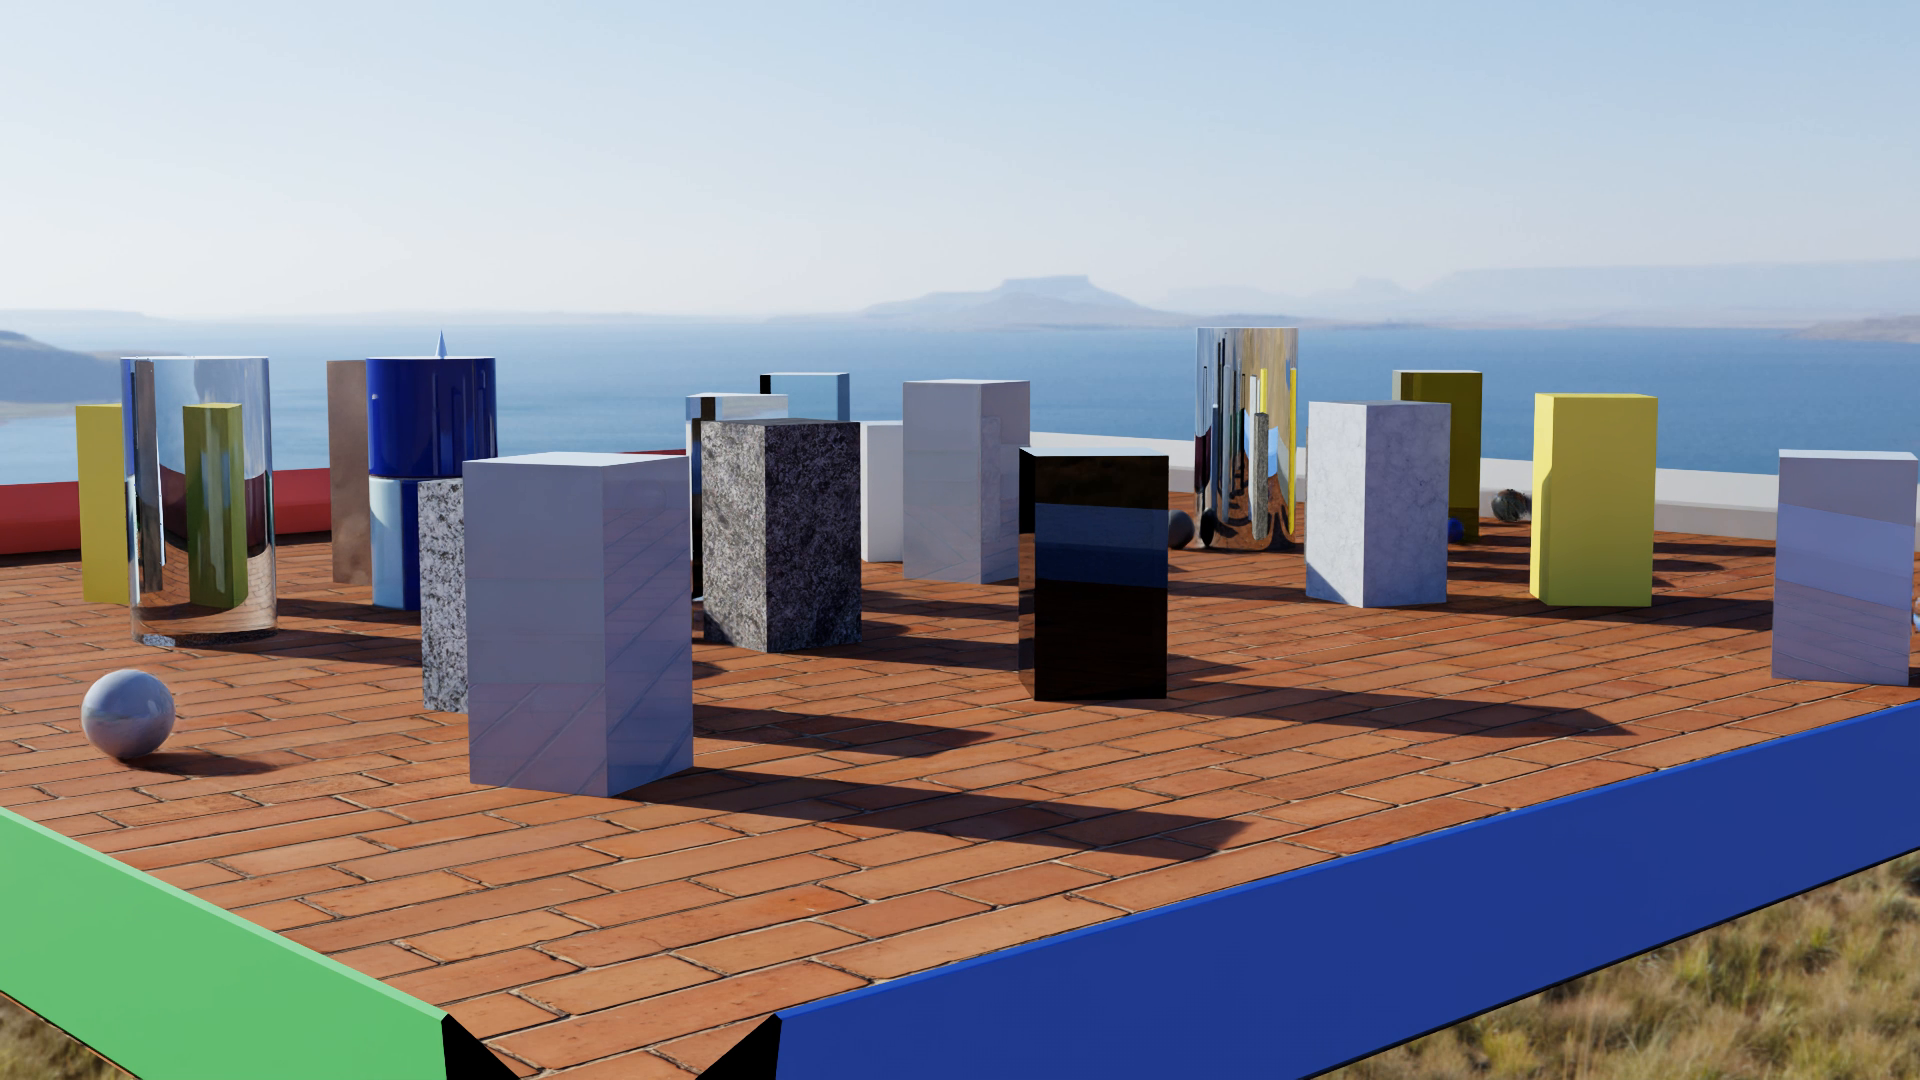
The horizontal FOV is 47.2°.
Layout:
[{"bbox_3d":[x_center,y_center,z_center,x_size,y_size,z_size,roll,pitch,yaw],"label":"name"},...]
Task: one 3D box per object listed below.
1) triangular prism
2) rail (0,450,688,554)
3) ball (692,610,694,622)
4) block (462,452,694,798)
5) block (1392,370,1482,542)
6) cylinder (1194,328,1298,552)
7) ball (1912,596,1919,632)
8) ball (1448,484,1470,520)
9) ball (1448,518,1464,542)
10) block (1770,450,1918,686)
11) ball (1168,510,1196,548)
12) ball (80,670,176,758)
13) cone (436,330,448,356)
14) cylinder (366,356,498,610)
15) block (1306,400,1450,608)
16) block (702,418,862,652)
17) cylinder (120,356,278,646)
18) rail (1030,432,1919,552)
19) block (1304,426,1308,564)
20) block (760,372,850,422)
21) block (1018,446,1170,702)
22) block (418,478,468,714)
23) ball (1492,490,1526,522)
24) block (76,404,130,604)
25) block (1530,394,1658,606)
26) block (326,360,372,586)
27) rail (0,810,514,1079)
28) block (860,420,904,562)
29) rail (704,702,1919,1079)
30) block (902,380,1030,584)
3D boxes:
[{"bbox_3d":[-0.369,-0.072,3.439,0.165,0.311,0.143,-3,7,-26],"label":"triangular prism"},{"bbox_3d":[-1.112,-0.094,4.531,3.519,0.124,0.045,-6,8,-42],"label":"rail"},{"bbox_3d":[-0.390,0.103,2.971,0.061,0.061,0.061,0,6,0],"label":"ball"},{"bbox_3d":[-0.360,0.074,2.090,0.152,0.303,0.152,3,7,24],"label":"block"},{"bbox_3d":[0.919,-0.165,4.258,0.152,0.323,0.152,1,6,5],"label":"block"},{"bbox_3d":[0.534,-0.192,4.108,0.190,0.408,0.190,0,6,0],"label":"cylinder"},{"bbox_3d":[1.308,0.099,2.920,0.079,0.079,0.079,0,6,0],"label":"ball"},{"bbox_3d":[1.014,-0.075,4.549,0.083,0.083,0.083,0,6,0],"label":"ball"},{"bbox_3d":[0.932,-0.019,4.171,0.048,0.048,0.048,0,6,0],"label":"ball"},{"bbox_3d":[1.076,0.029,2.685,0.152,0.267,0.152,2,6,20],"label":"block"},{"bbox_3d":[0.399,-0.020,4.079,0.073,0.073,0.073,0,6,0],"label":"ball"},{"bbox_3d":[-0.825,0.172,2.181,0.088,0.088,0.088,0,6,0],"label":"ball"},{"bbox_3d":[-0.936,-0.179,3.989,0.190,0.408,0.190,0,6,0],"label":"cone"},{"bbox_3d":[-0.794,-0.090,3.321,0.190,0.370,0.190,0,6,0],"label":"cylinder"},{"bbox_3d":[0.638,-0.059,3.362,0.152,0.301,0.152,-3,7,-24],"label":"block"},{"bbox_3d":[-0.239,-0.011,2.940,0.152,0.294,0.152,-5,8,-39],"label":"block"},{"bbox_3d":[-1.029,-0.057,2.977,0.190,0.378,0.190,0,6,0],"label":"cylinder"},{"bbox_3d":[1.276,-0.091,4.503,0.045,0.124,3.328,-6,8,-42],"label":"rail"},{"bbox_3d":[0.674,-0.070,3.768,0.152,0.238,0.152,0,6,4],"label":"block"},{"bbox_3d":[-0.308,-0.175,4.402,0.152,0.314,0.152,1,6,7],"label":"block"},{"bbox_3d":[0.153,0.036,2.568,0.152,0.279,0.152,-1,6,-5],"label":"block"},{"bbox_3d":[-0.494,0.059,2.465,0.152,0.254,0.152,3,7,30],"label":"block"},{"bbox_3d":[1.143,-0.071,4.579,0.069,0.069,0.069,0,6,0],"label":"ball"},{"bbox_3d":[-1.235,-0.059,3.373,0.152,0.298,0.152,3,7,25],"label":"block"},{"bbox_3d":[0.965,-0.064,3.357,0.152,0.313,0.152,0,6,5],"label":"block"},{"bbox_3d":[-0.916,-0.112,3.586,0.152,0.360,0.152,4,7,32],"label":"block"},{"bbox_3d":[-1.276,0.156,2.161,0.045,0.124,3.328,-6,8,-42],"label":"rail"},{"bbox_3d":[-0.107,-0.090,3.947,0.152,0.240,0.152,-1,6,-14],"label":"block"},{"bbox_3d":[1.112,0.159,2.133,3.519,0.124,0.045,-6,8,-42],"label":"rail"},{"bbox_3d":[0.011,-0.101,3.643,0.152,0.324,0.152,4,7,33],"label":"block"}]
